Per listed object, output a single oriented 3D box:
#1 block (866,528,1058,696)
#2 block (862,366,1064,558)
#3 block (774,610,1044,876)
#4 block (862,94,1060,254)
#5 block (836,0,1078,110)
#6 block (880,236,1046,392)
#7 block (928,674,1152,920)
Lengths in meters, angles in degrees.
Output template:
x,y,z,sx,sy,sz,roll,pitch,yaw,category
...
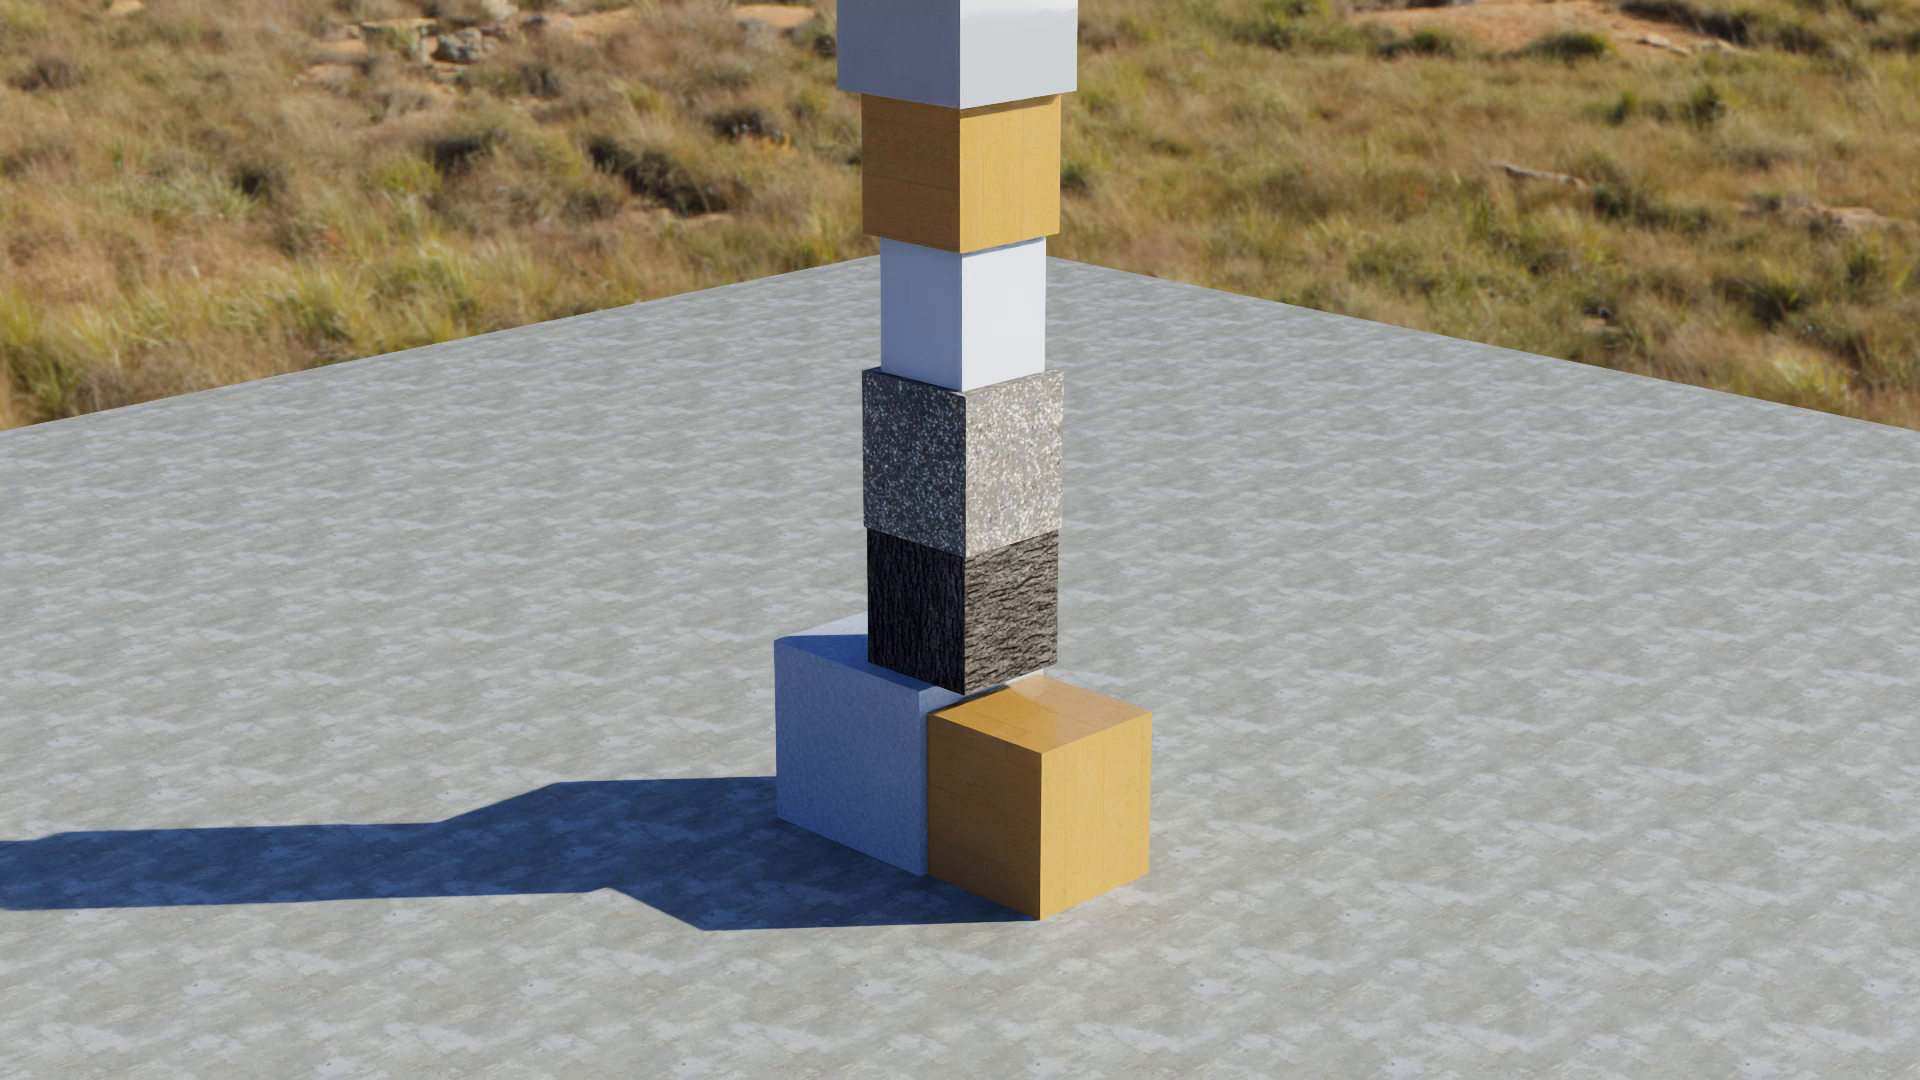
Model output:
x,y,z,sx,sy,sz,roll,pitch,yaw,category
0.012,0.255,13.434,0.602,0.653,0.631,-17,24,-42,block
0.012,-0.406,13.227,0.619,0.732,0.658,-17,24,-42,block
-0.244,0.921,13.909,0.810,0.902,0.984,-17,24,-42,block
0.004,-1.654,12.826,0.619,0.634,0.607,-17,24,-42,block
-0.013,-2.336,12.593,0.713,0.808,0.753,-17,24,-42,block
0.013,-1.055,13.024,0.523,0.628,0.512,-17,24,-42,block
0.360,1.155,13.345,0.723,0.794,0.710,-17,24,-42,block
